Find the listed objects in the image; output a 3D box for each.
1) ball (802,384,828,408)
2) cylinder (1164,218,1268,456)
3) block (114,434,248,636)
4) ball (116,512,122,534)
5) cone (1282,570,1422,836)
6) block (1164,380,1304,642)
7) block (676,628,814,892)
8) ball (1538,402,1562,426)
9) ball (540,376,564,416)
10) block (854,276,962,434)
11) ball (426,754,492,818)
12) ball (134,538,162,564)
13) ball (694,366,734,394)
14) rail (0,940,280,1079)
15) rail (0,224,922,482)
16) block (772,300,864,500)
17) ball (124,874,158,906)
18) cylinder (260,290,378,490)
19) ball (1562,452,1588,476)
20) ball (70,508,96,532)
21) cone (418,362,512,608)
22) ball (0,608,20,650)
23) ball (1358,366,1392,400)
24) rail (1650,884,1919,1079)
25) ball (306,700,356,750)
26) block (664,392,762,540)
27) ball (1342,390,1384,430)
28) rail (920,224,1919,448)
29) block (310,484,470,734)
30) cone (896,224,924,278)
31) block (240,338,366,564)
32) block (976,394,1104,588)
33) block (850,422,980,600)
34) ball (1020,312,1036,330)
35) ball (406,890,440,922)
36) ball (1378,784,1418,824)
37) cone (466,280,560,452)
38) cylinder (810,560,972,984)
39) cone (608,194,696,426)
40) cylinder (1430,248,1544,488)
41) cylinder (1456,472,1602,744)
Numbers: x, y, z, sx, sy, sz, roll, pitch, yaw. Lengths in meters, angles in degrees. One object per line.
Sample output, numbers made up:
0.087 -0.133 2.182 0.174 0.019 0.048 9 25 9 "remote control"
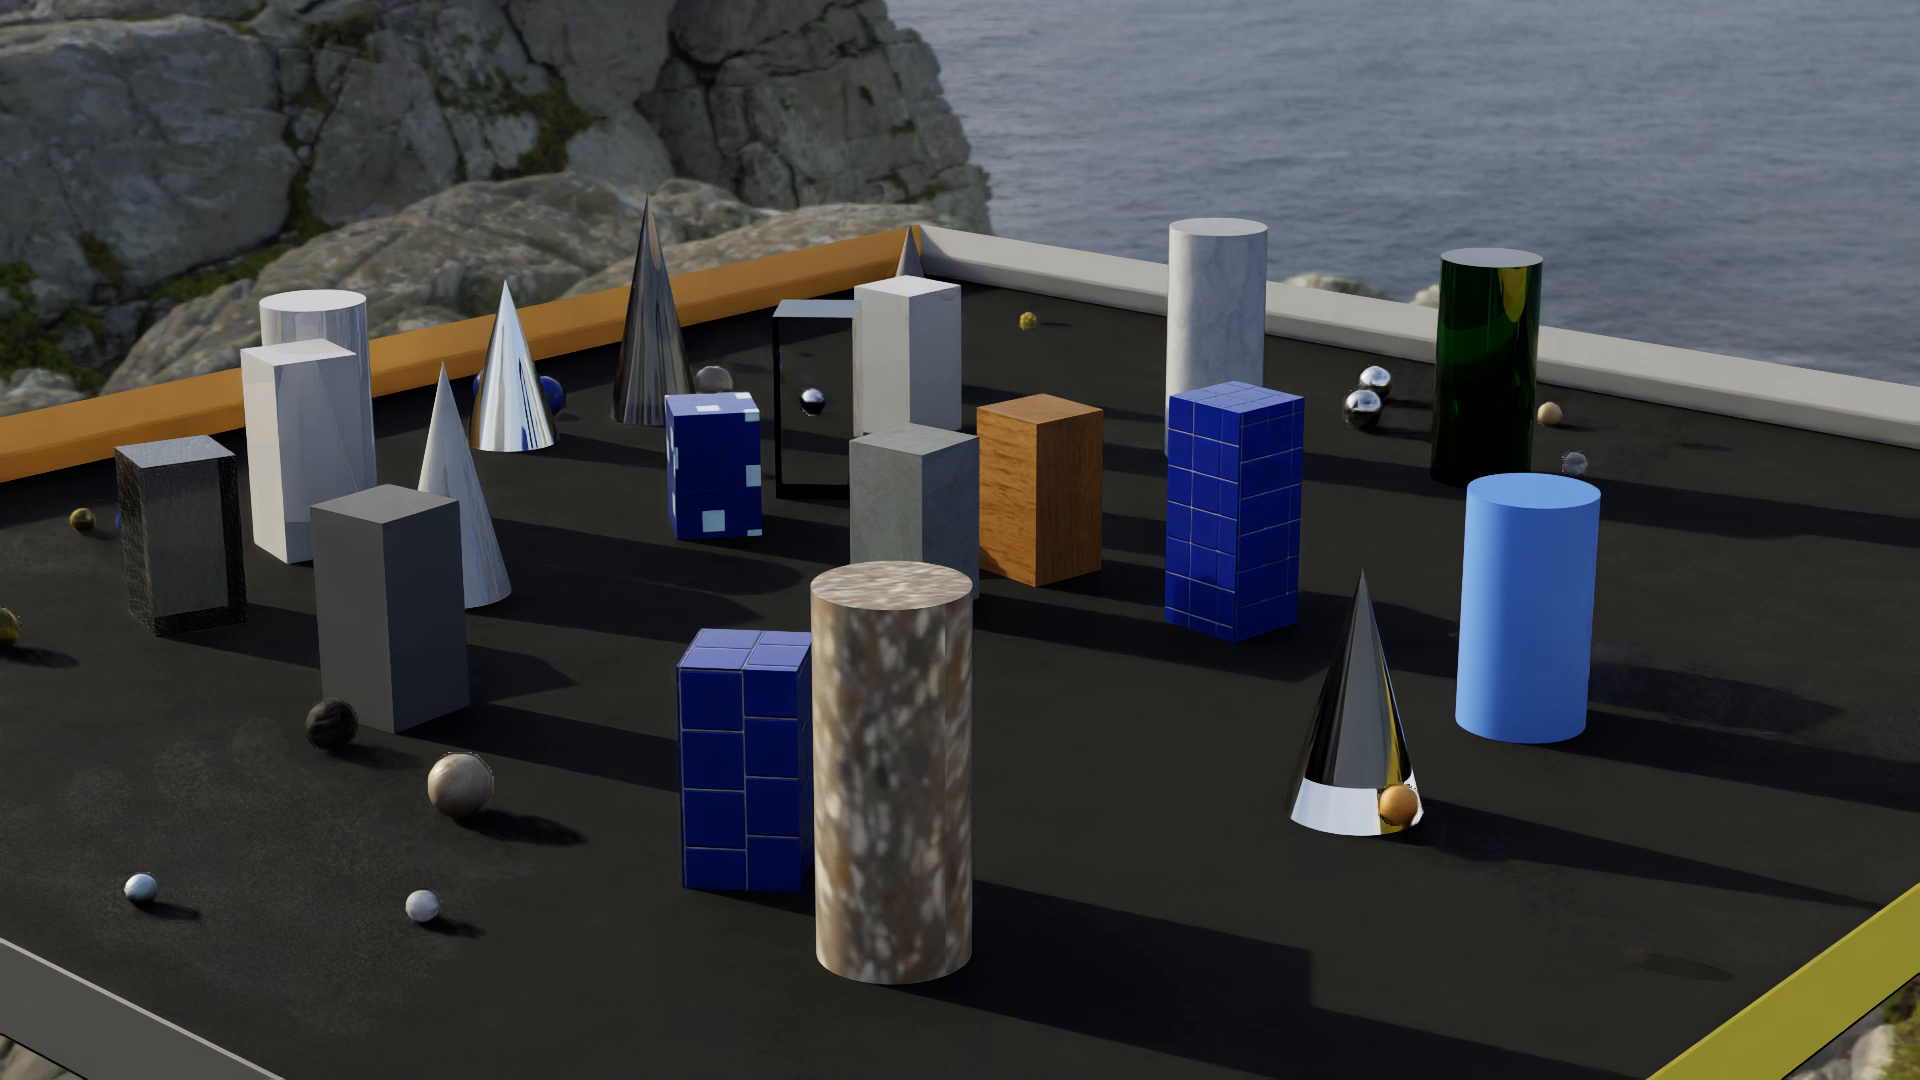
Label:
-0.316 -0.316 6.409 0.054 0.054 0.054 0 17 0 "ball"
0.521 -0.405 5.979 0.198 0.473 0.198 0 17 0 "cylinder"
-1.321 -0.009 4.977 0.159 0.293 0.159 -10 19 -30 "block"
-1.535 -0.035 5.454 0.067 0.067 0.067 0 17 0 "ball"
0.560 0.211 4.130 0.198 0.359 0.198 0 17 0 "cone"
0.461 -0.050 4.935 0.159 0.395 0.159 -15 22 -40 "block"
-0.282 0.294 3.936 0.159 0.312 0.159 2 17 6 "block"
1.259 -0.269 6.260 0.050 0.050 0.050 0 17 0 "ball"
-0.890 -0.304 6.258 0.093 0.093 0.093 0 17 0 "ball"
-0.109 -0.384 6.190 0.159 0.311 0.159 15 22 40 "block"
-0.708 0.347 4.145 0.091 0.091 0.091 0 17 0 "ball"
-1.470 0.018 5.312 0.047 0.047 0.047 0 17 0 "ball"
-0.539 -0.335 6.405 0.092 0.092 0.092 0 17 0 "ball"
-1.326 0.473 3.658 3.837 0.129 0.045 14 22 39 "rail"
-1.431 -0.326 6.309 0.045 0.129 4.092 14 22 39 "rail"
-0.276 -0.276 5.744 0.159 0.362 0.159 1 17 3 "block"
-1.077 0.460 3.856 0.042 0.042 0.042 0 17 0 "ball"
-1.223 -0.257 5.599 0.198 0.409 0.198 0 17 0 "cylinder"
1.233 -0.152 5.875 0.049 0.049 0.049 0 17 0 "ball"
-1.645 -0.037 5.497 0.046 0.046 0.046 0 17 0 "ball"
-0.888 -0.108 5.091 0.198 0.417 0.198 0 17 0 "cone"
-1.591 0.147 4.843 0.072 0.072 0.072 0 17 0 "ball"
0.915 -0.345 6.468 0.076 0.076 0.076 0 17 0 "ball"
1.431 0.391 3.930 0.045 0.129 4.092 14 22 39 "rail"
-0.945 0.278 4.405 0.073 0.073 0.073 0 17 0 "ball"
-0.464 -0.141 5.508 0.159 0.238 0.159 -3 17 -11 "block"
0.856 -0.278 6.229 0.085 0.085 0.085 0 17 0 "ball"
1.326 -0.408 6.582 3.837 0.129 0.045 14 22 39 "rail"
-0.879 0.104 4.530 0.159 0.335 0.159 12 21 35 "block"
-0.111 -0.522 6.534 0.198 0.376 0.198 0 17 0 "cone"
-1.198 -0.165 5.362 0.159 0.368 0.159 -11 20 -33 "block"
0.142 -0.091 5.242 0.159 0.297 0.159 -14 22 -39 "block"
-0.078 -0.034 5.063 0.159 0.291 0.159 13 21 36 "block"
0.167 -0.534 7.154 0.042 0.042 0.042 0 17 0 "ball"
-0.697 0.475 3.804 0.043 0.043 0.043 0 17 0 "ball"
0.609 0.367 4.068 0.055 0.055 0.055 0 17 0 "ball"
-0.939 -0.375 6.106 0.198 0.343 0.198 0 17 0 "cone"
-0.084 0.288 3.653 0.198 0.488 0.198 0 17 0 "cylinder"
-0.662 -0.507 6.289 0.198 0.490 0.198 0 17 0 "cone"
1.042 -0.340 5.811 0.198 0.446 0.198 0 17 0 "cylinder"
0.865 0.102 4.474 0.198 0.370 0.198 0 17 0 "cylinder"
